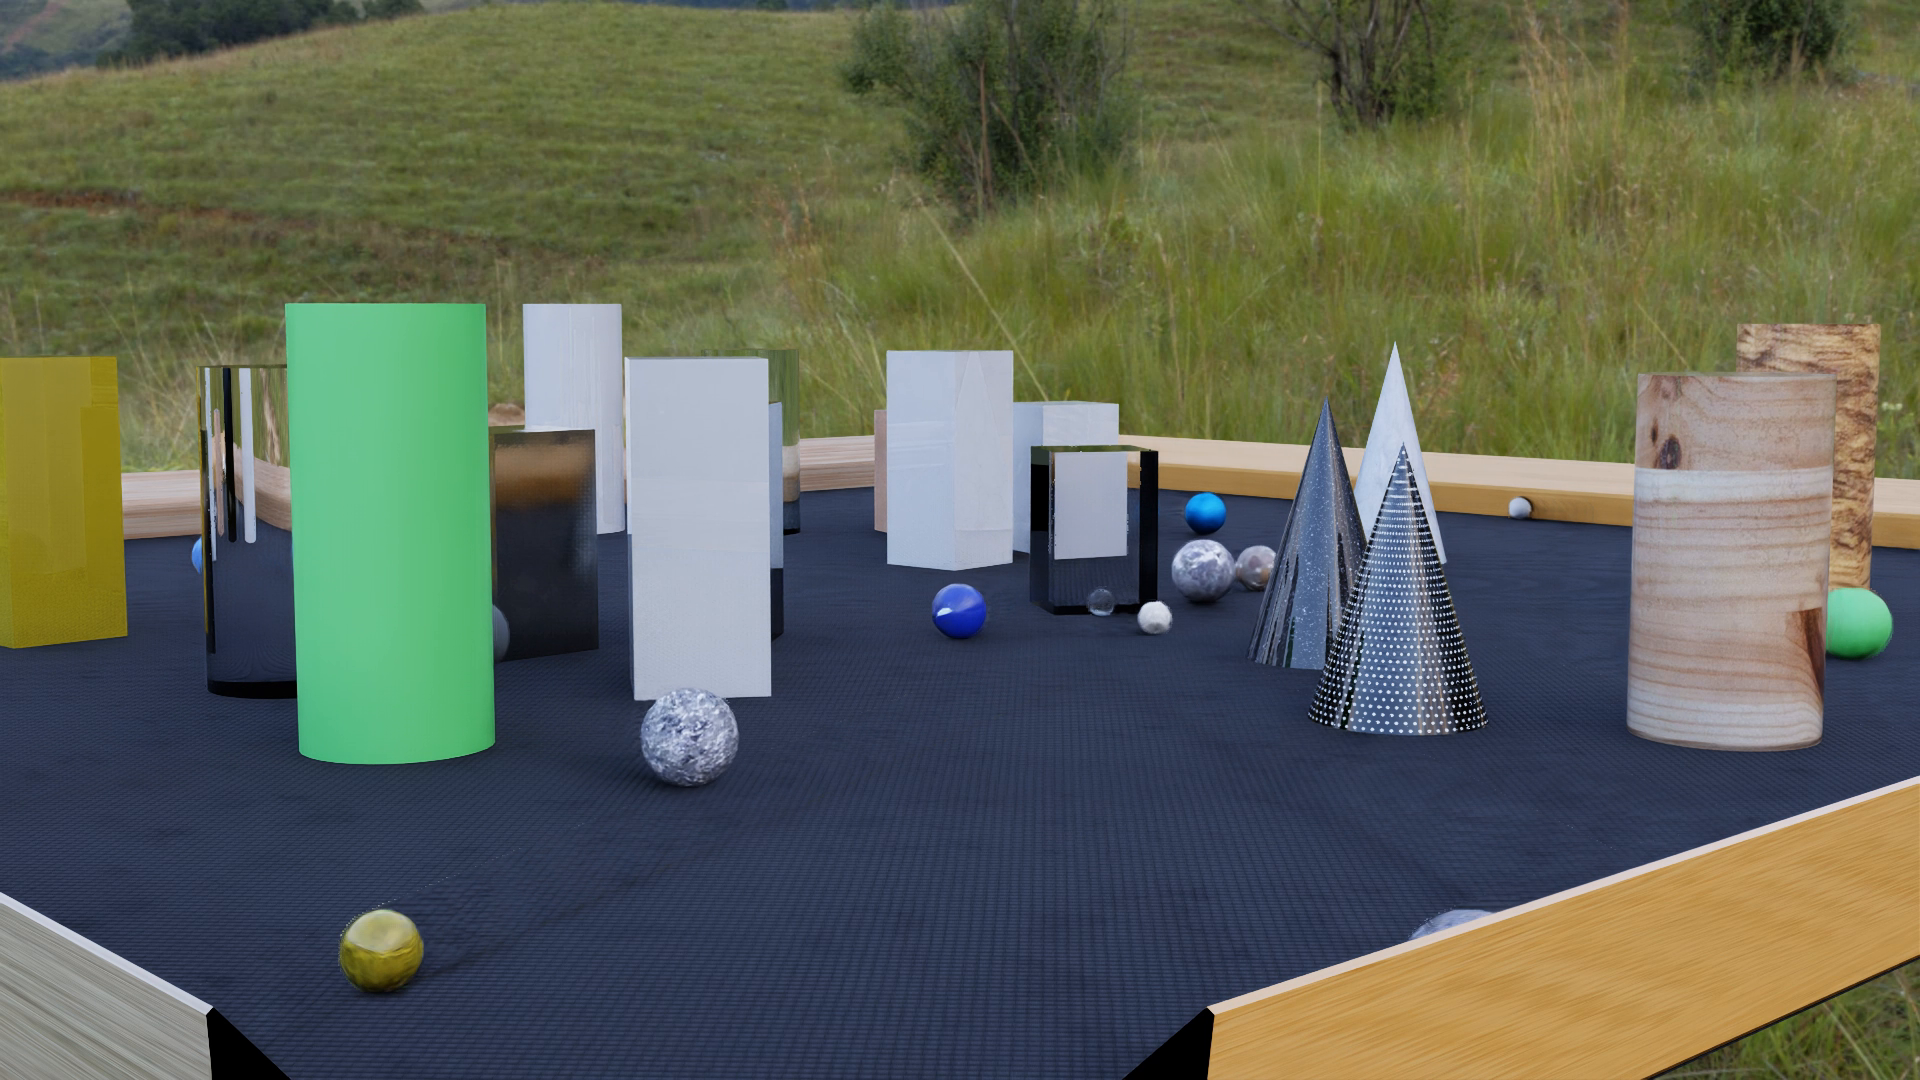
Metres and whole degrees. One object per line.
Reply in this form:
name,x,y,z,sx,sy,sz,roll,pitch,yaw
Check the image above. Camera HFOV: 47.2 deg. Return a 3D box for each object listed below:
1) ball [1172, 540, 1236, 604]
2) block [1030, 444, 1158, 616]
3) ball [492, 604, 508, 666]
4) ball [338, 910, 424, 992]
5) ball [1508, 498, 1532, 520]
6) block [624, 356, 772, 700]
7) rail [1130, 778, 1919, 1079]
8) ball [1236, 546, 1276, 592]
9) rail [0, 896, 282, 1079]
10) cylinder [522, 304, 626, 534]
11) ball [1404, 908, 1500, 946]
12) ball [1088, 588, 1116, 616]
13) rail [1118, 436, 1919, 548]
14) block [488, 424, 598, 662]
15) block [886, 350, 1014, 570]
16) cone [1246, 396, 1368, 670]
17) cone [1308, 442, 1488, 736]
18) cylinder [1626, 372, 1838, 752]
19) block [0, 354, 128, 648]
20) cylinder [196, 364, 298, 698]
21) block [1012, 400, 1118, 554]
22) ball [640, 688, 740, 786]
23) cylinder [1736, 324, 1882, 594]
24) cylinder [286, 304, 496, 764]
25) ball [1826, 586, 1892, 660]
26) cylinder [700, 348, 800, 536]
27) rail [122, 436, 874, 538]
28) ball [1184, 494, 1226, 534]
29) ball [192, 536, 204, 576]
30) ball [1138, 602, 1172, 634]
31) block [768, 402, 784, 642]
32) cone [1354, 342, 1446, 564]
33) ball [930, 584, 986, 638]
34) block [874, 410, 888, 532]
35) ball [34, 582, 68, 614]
ball,0.370,0.048,3.342,0.097,0.097,0.097,0,6,0
block,0.199,-0.018,3.294,0.156,0.238,0.156,-1,6,-11
ball,-0.600,0.117,2.684,0.096,0.096,0.096,0,6,0
ball,-0.379,0.269,1.440,0.054,0.054,0.054,0,6,0
ball,1.191,-0.066,4.677,0.047,0.047,0.047,0,6,0
block,-0.309,-0.019,2.585,0.156,0.388,0.156,-1,6,-10
rail,1.203,0.169,2.036,3.675,0.127,0.045,-5,8,-42
ball,0.474,0.045,3.489,0.073,0.073,0.073,0,6,0
rail,-1.333,0.161,2.108,0.045,0.127,3.594,-5,8,-42
cylinder,-0.778,-0.247,4.438,0.196,0.456,0.196,0,6,0
ball,0.304,0.265,1.307,0.090,0.090,0.090,0,6,0
ball,0.206,0.091,3.204,0.041,0.041,0.041,0,6,0
rail,1.333,-0.095,4.555,0.045,0.127,3.594,-5,8,-42
block,-0.586,0.000,2.878,0.156,0.290,0.156,6,8,43
block,-0.017,-0.145,3.855,0.156,0.373,0.156,5,8,40
cone,0.465,-0.017,2.809,0.196,0.338,0.196,0,6,0
cone,0.479,0.044,2.390,0.196,0.304,0.196,0,6,0
cylinder,0.805,0.016,2.301,0.196,0.378,0.196,0,6,0
block,-1.251,-0.058,2.989,0.156,0.382,0.156,6,8,43
cylinder,-0.794,-0.016,2.602,0.196,0.379,0.196,0,6,0
block,0.186,-0.117,4.080,0.156,0.273,0.156,-3,7,-26
ball,-0.253,0.184,2.063,0.092,0.092,0.092,0,6,0
cylinder,1.229,-0.102,3.208,0.196,0.424,0.196,0,6,0
cylinder,-0.577,-0.014,2.235,0.196,0.450,0.196,0,6,0
ball,1.139,0.106,2.806,0.093,0.093,0.093,0,6,0
cylinder,-0.419,-0.198,4.403,0.196,0.366,0.196,0,6,0
rail,-1.203,-0.103,4.628,3.675,0.127,0.045,-5,8,-42
ball,0.488,-0.052,4.372,0.082,0.082,0.082,0,6,0
ball,-1.222,0.026,3.622,0.082,0.082,0.082,0,6,0
ball,0.267,0.107,3.022,0.046,0.046,0.046,0,6,0
block,-0.329,-0.024,2.958,0.156,0.320,0.156,1,6,6
cone,0.768,-0.158,3.902,0.196,0.390,0.196,0,6,0
ball,-0.002,0.096,2.985,0.075,0.075,0.075,0,6,0
block,-0.069,-0.138,4.416,0.156,0.243,0.156,-3,7,-25
ball,-1.330,0.086,3.218,0.047,0.047,0.047,0,6,0
